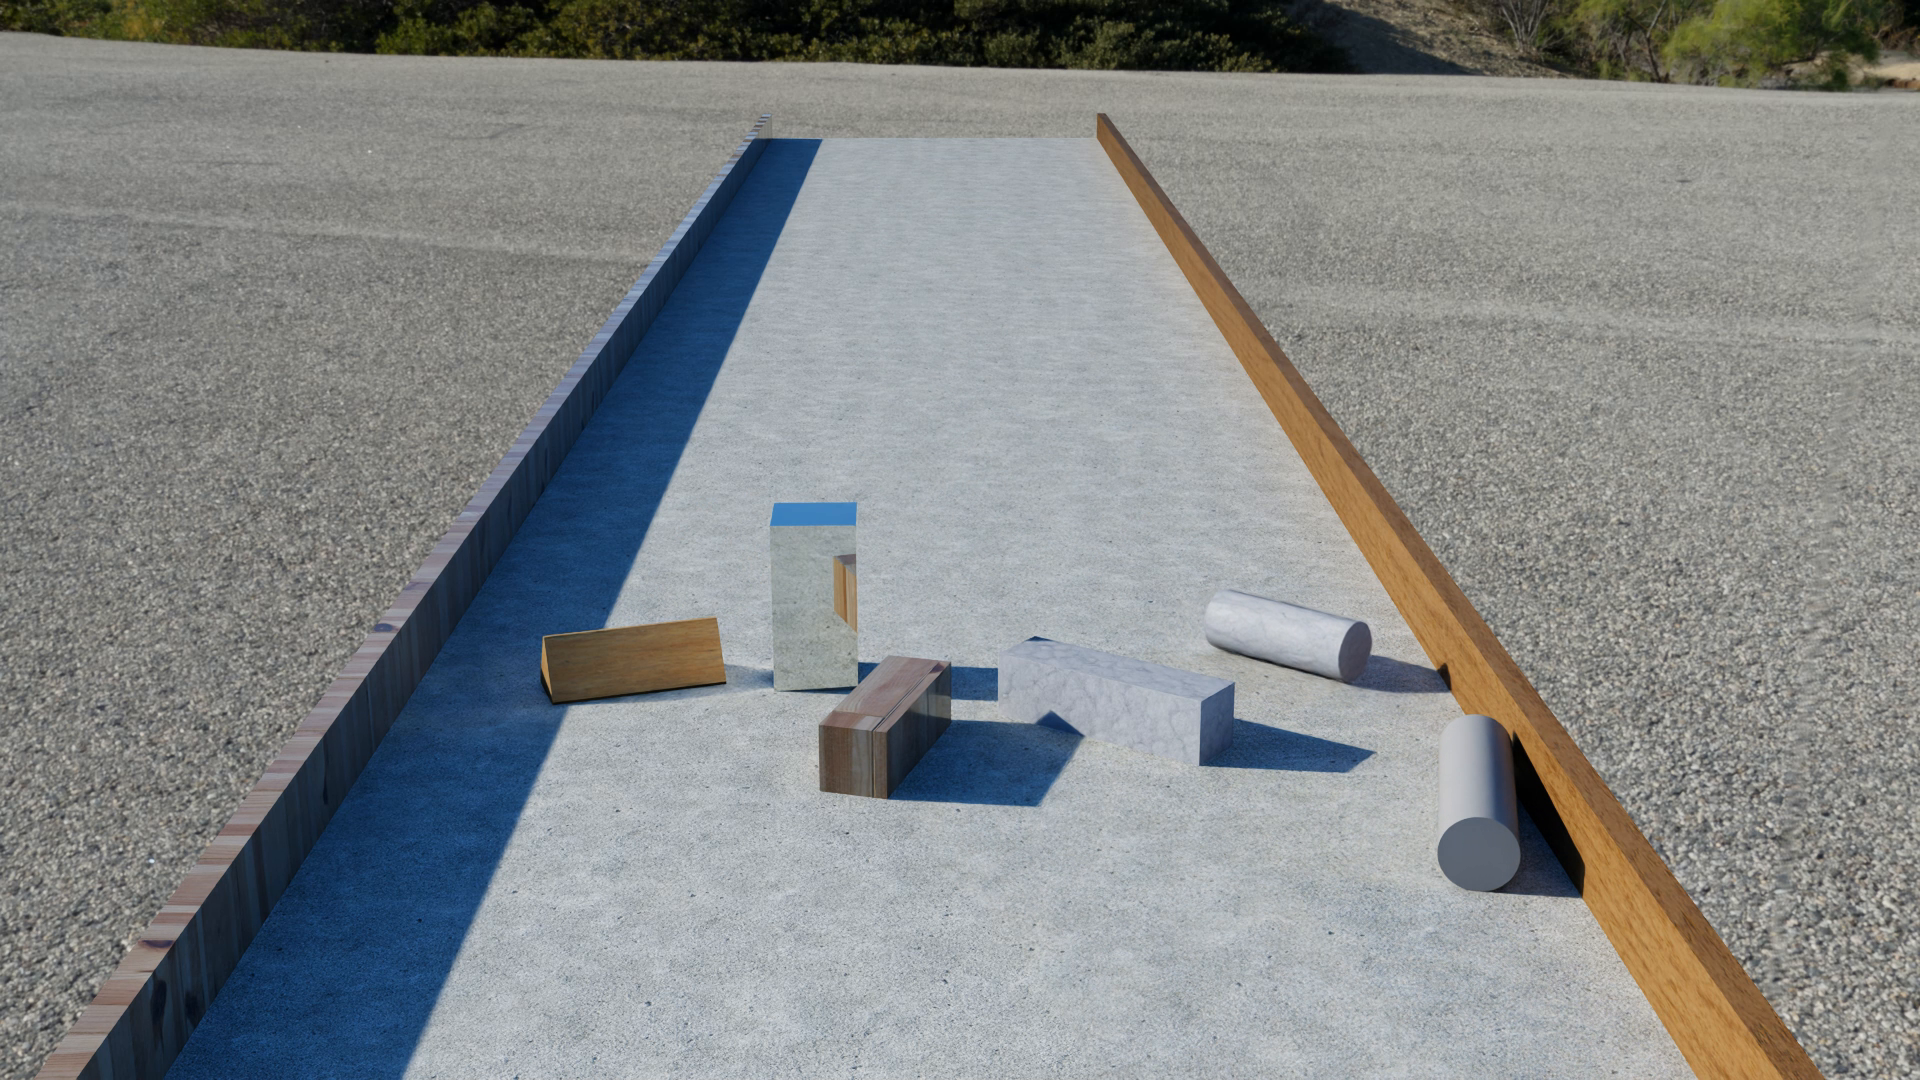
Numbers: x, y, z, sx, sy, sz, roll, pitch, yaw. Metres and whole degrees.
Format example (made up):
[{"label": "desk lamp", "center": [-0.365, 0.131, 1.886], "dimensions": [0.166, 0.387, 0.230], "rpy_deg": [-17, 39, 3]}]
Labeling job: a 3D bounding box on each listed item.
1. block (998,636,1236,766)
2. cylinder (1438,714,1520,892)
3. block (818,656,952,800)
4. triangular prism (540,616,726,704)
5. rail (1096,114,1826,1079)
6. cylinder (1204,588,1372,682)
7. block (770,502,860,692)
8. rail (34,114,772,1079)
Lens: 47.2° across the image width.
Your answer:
[{"label": "block", "center": [0.282, 0.291, 4.035], "dimensions": [0.433, 0.122, 0.122], "rpy_deg": [12, 20, 34]}, {"label": "cylinder", "center": [0.844, 0.422, 3.591], "dimensions": [0.125, 0.125, 0.445], "rpy_deg": [3, 17, 12]}, {"label": "block", "center": [-0.129, 0.328, 3.911], "dimensions": [0.122, 0.122, 0.370], "rpy_deg": [5, 17, 16]}, {"label": "triangular prism", "center": [-0.636, 0.222, 4.268], "dimensions": [0.338, 0.115, 0.133], "rpy_deg": [-6, 18, -19]}, {"label": "rail", "center": [0.932, -0.844, 7.801], "dimensions": [0.050, 0.150, 12.000], "rpy_deg": [0, 17, -1]}, {"label": "cylinder", "center": [0.650, 0.188, 4.379], "dimensions": [0.315, 0.121, 0.121], "rpy_deg": [14, 22, 39]}, {"label": "block", "center": [-0.280, 0.109, 4.277], "dimensions": [0.162, 0.332, 0.162], "rpy_deg": [0, 17, -2]}, {"label": "rail", "center": [-1.118, -0.838, 7.780], "dimensions": [0.050, 0.150, 12.000], "rpy_deg": [0, 17, -1]}]
